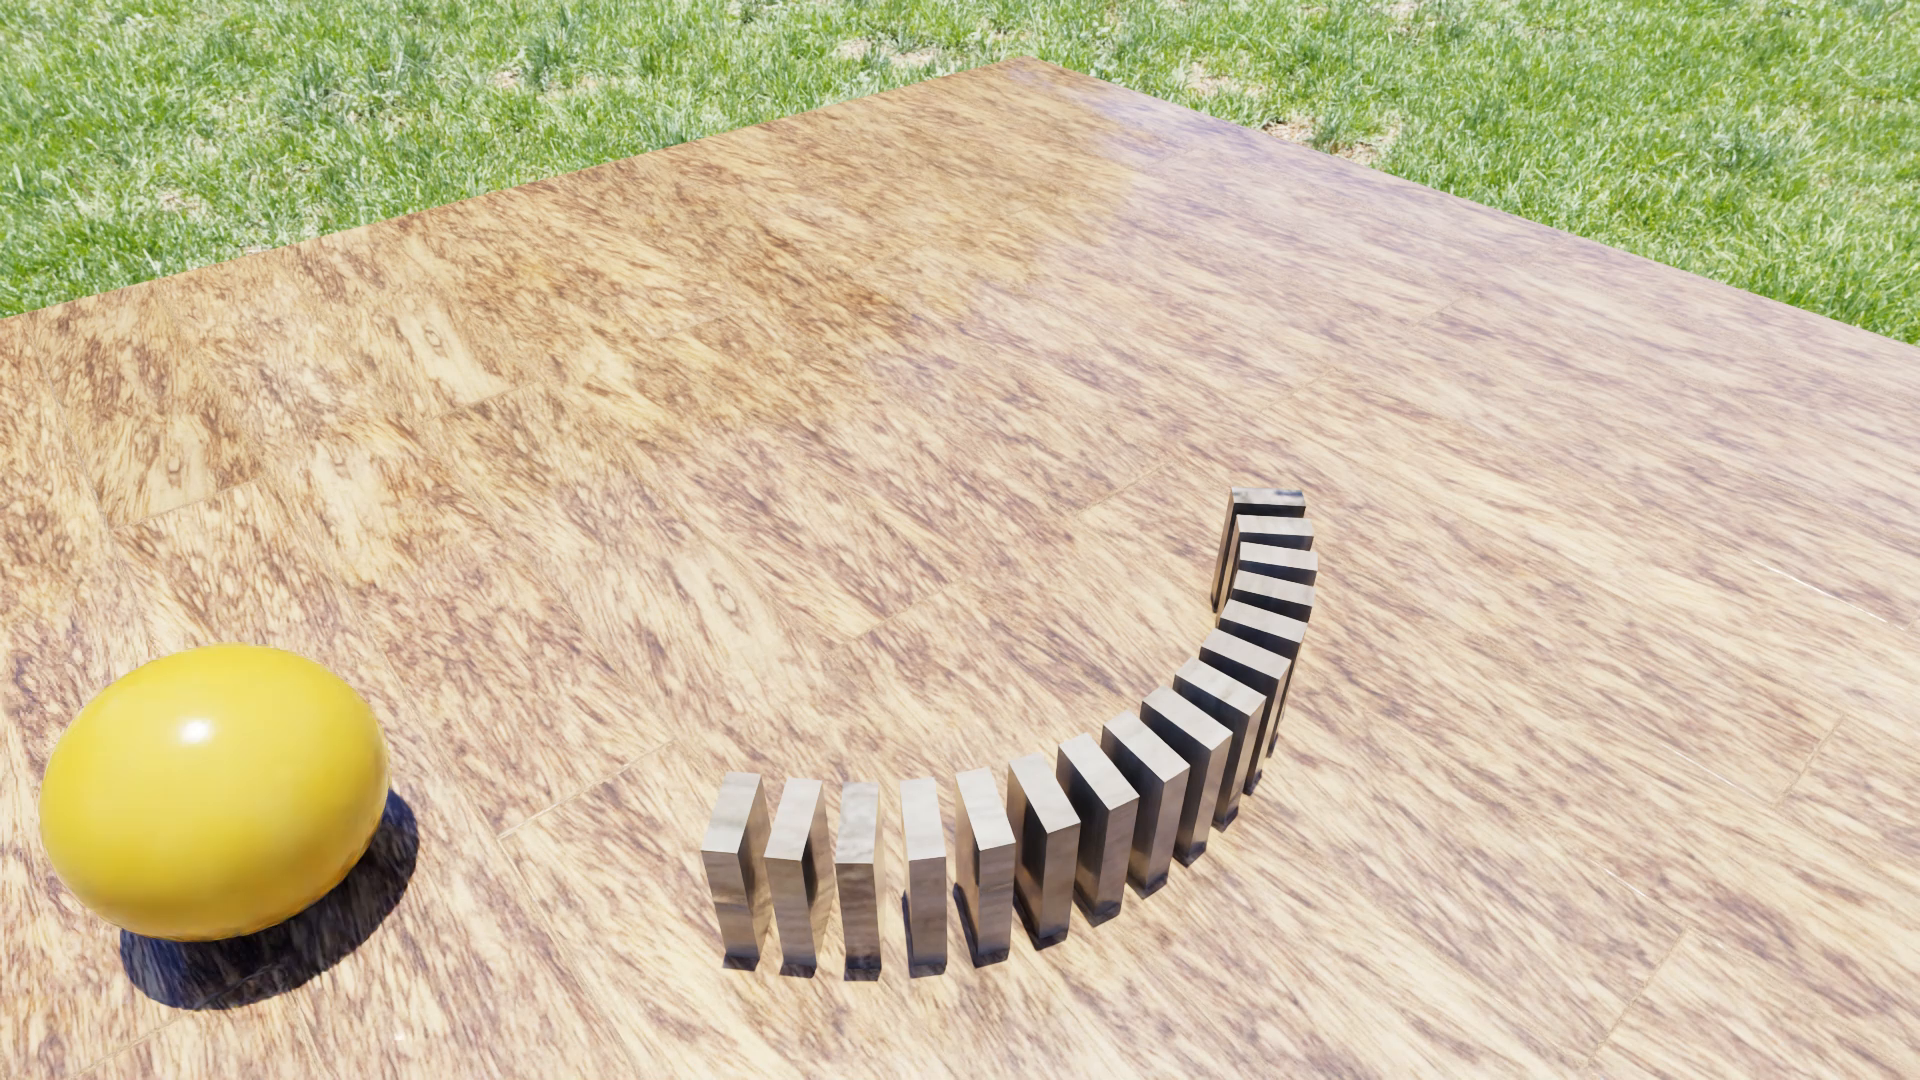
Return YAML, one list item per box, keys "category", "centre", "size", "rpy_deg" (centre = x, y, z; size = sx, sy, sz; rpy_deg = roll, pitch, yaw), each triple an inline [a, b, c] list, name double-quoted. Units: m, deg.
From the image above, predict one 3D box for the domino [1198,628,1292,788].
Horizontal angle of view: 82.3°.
- category: "domino"
  centre: [0.086, 0.053, 0.346]
  size: [0.025, 0.050, 0.009]
  rpy_deg: [23, 45, 26]

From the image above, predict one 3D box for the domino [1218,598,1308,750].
- category: "domino"
  centre: [0.094, 0.044, 0.357]
  size: [0.025, 0.050, 0.009]
  rpy_deg: [18, 43, 21]

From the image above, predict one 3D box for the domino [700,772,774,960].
- category: "domino"
  centre: [-0.059, 0.090, 0.302]
  size: [0.009, 0.050, 0.025]
  rpy_deg: [4, 39, 5]

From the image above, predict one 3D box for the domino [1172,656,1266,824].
- category: "domino"
  centre: [0.076, 0.062, 0.336]
  size: [0.025, 0.050, 0.009]
  rpy_deg: [29, 47, 30]

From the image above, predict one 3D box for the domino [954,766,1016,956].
- category: "domino"
  centre: [0.006, 0.089, 0.303]
  size: [0.009, 0.050, 0.025]
  rpy_deg: [-9, 40, -11]

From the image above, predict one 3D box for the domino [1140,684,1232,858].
- category: "domino"
  centre: [0.064, 0.069, 0.327]
  size: [0.009, 0.050, 0.025]
  rpy_deg: [-30, 48, -31]

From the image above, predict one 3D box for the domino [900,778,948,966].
- category: "domino"
  centre: [-0.010, 0.091, 0.300]
  size: [0.010, 0.050, 0.025]
  rpy_deg: [-5, 40, -6]

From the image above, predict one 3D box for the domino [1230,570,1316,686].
- category: "domino"
  centre: [0.101, 0.035, 0.369]
  size: [0.025, 0.050, 0.010]
  rpy_deg: [13, 41, 16]

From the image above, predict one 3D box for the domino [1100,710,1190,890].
- category: "domino"
  centre: [0.051, 0.076, 0.319]
  size: [0.010, 0.050, 0.025]
  rpy_deg: [-24, 45, -27]

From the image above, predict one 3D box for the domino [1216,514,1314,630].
- category: "domino"
  centre: [0.108, 0.014, 0.394]
  size: [0.025, 0.050, 0.010]
  rpy_deg: [3, 39, 4]

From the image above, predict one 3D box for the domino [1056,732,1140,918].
- category: "domino"
  centre: [0.037, 0.081, 0.312]
  size: [0.010, 0.050, 0.025]
  rpy_deg: [-19, 43, -22]

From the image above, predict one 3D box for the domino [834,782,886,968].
- category: "domino"
  centre: [-0.026, 0.092, 0.299]
  size: [0.009, 0.050, 0.025]
  rpy_deg: [0, 39, 0]

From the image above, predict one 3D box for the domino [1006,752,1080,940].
- category: "domino"
  centre: [0.022, 0.086, 0.307]
  size: [0.009, 0.050, 0.025]
  rpy_deg: [-14, 41, -17]

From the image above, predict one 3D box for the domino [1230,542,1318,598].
- category: "domino"
  centre: [0.106, 0.025, 0.381]
  size: [0.025, 0.050, 0.010]
  rpy_deg: [8, 40, 10]

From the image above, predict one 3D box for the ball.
- category: "ball"
  centre: [-0.203, 0.069, 0.304]
  size: [0.080, 0.080, 0.080]
  rpy_deg: [0, 39, 0]

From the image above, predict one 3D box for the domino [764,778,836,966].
- category: "domino"
  centre: [-0.043, 0.091, 0.300]
  size: [0.009, 0.050, 0.025]
  rpy_deg: [4, 40, 5]

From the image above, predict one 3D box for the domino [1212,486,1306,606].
- category: "domino"
  centre: [0.110, 0.004, 0.407]
  size: [0.025, 0.050, 0.010]
  rpy_deg: [3, 39, 4]
